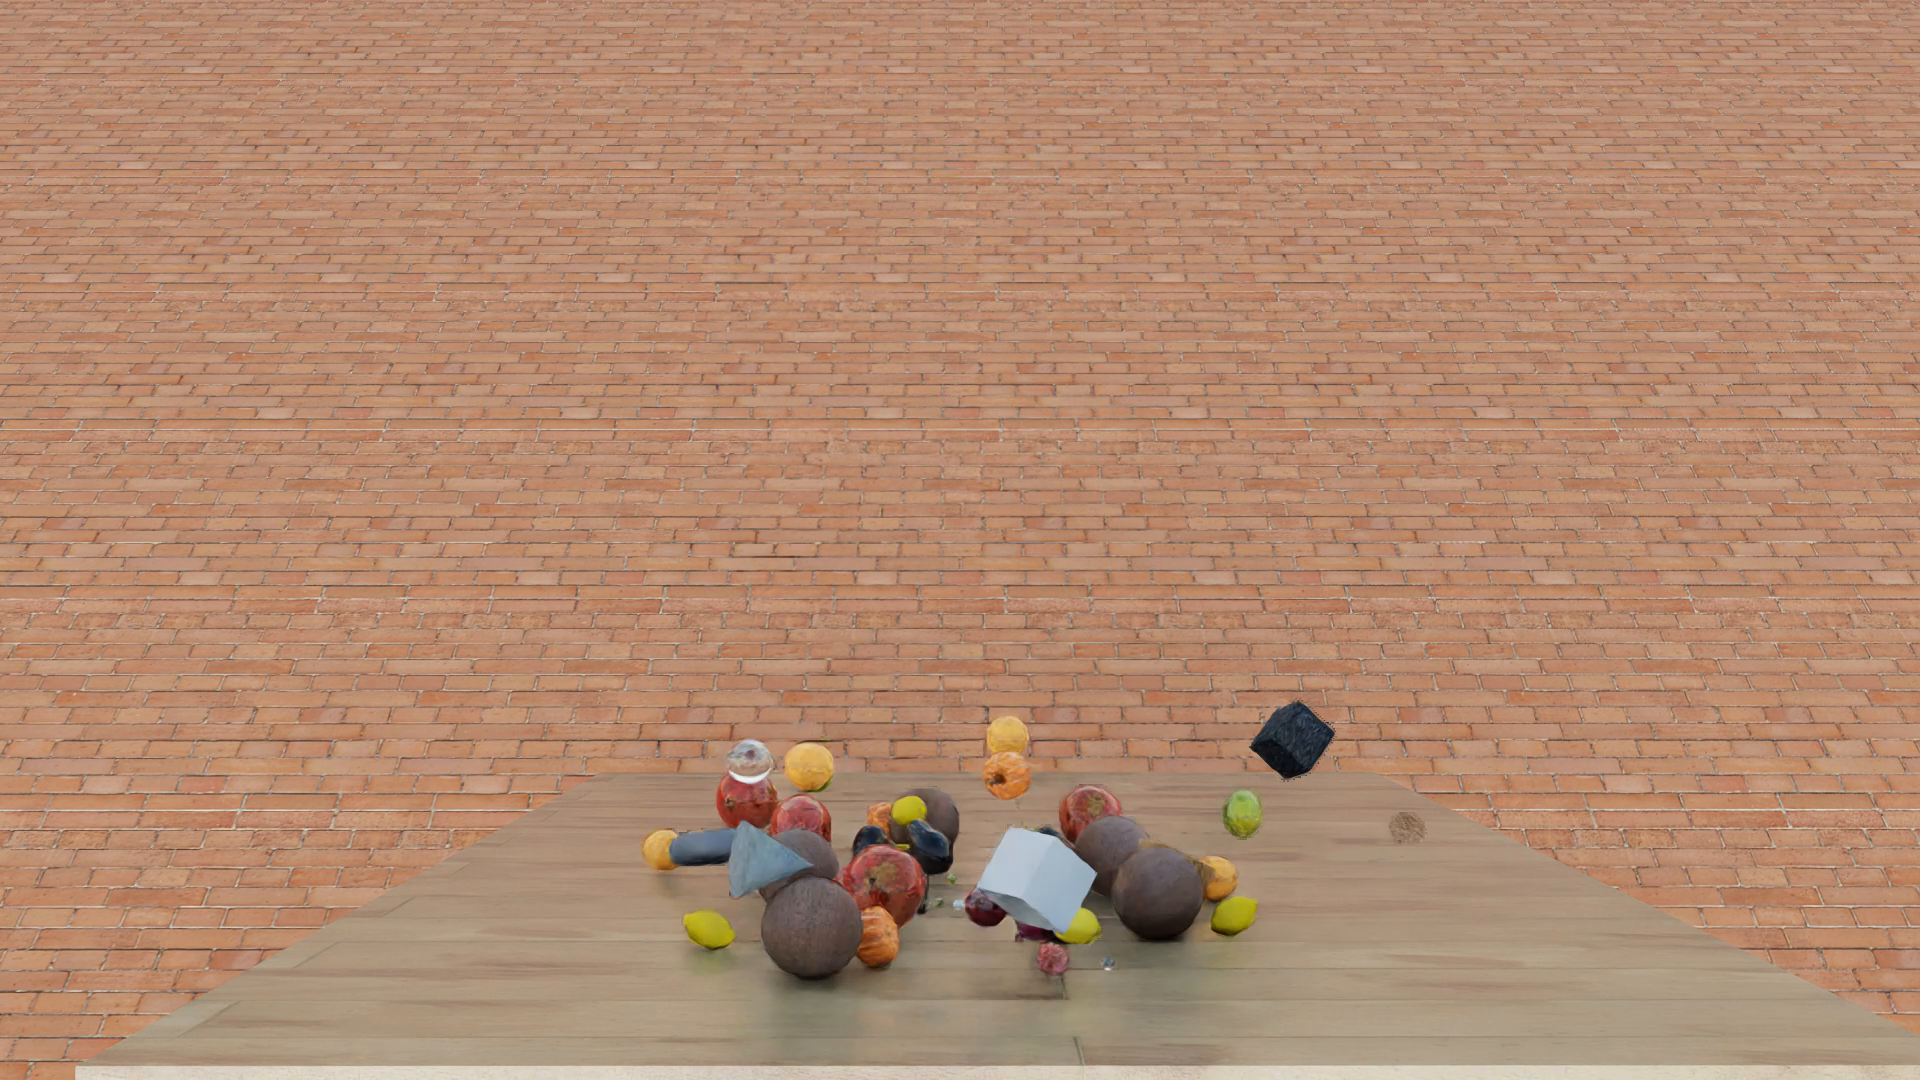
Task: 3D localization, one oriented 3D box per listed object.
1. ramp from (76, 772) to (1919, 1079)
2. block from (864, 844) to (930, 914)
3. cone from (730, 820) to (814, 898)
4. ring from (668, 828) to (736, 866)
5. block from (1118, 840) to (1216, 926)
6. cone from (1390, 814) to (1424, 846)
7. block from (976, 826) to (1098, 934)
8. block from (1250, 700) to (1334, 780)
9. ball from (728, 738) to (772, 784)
[{"bbox_3d":[0.071,0.626,4.718,2.000,0.100,4.000,0,-1,0],"label":"ramp"},{"bbox_3d":[-0.098,0.520,3.985,0.095,0.095,0.095,0,-1,3],"label":"block"},{"bbox_3d":[-0.233,0.412,3.307,0.100,0.100,0.100,8,29,-19],"label":"cone"},{"bbox_3d":[-0.343,0.426,3.595,0.122,0.041,0.122,-7,-11,-1],"label":"ring"},{"bbox_3d":[0.305,0.506,3.836,0.090,0.090,0.090,27,-9,-16],"label":"block"},{"bbox_3d":[0.813,0.511,4.696,0.062,0.062,0.062,8,24,13],"label":"cone"},{"bbox_3d":[0.097,0.429,3.273,0.090,0.090,0.090,5,59,51],"label":"block"},{"bbox_3d":[0.635,0.383,4.954,0.097,0.097,0.097,42,66,-6],"label":"block"},{"bbox_3d":[-0.349,0.367,4.302,0.075,0.075,0.075,0,32,0],"label":"ball"}]
